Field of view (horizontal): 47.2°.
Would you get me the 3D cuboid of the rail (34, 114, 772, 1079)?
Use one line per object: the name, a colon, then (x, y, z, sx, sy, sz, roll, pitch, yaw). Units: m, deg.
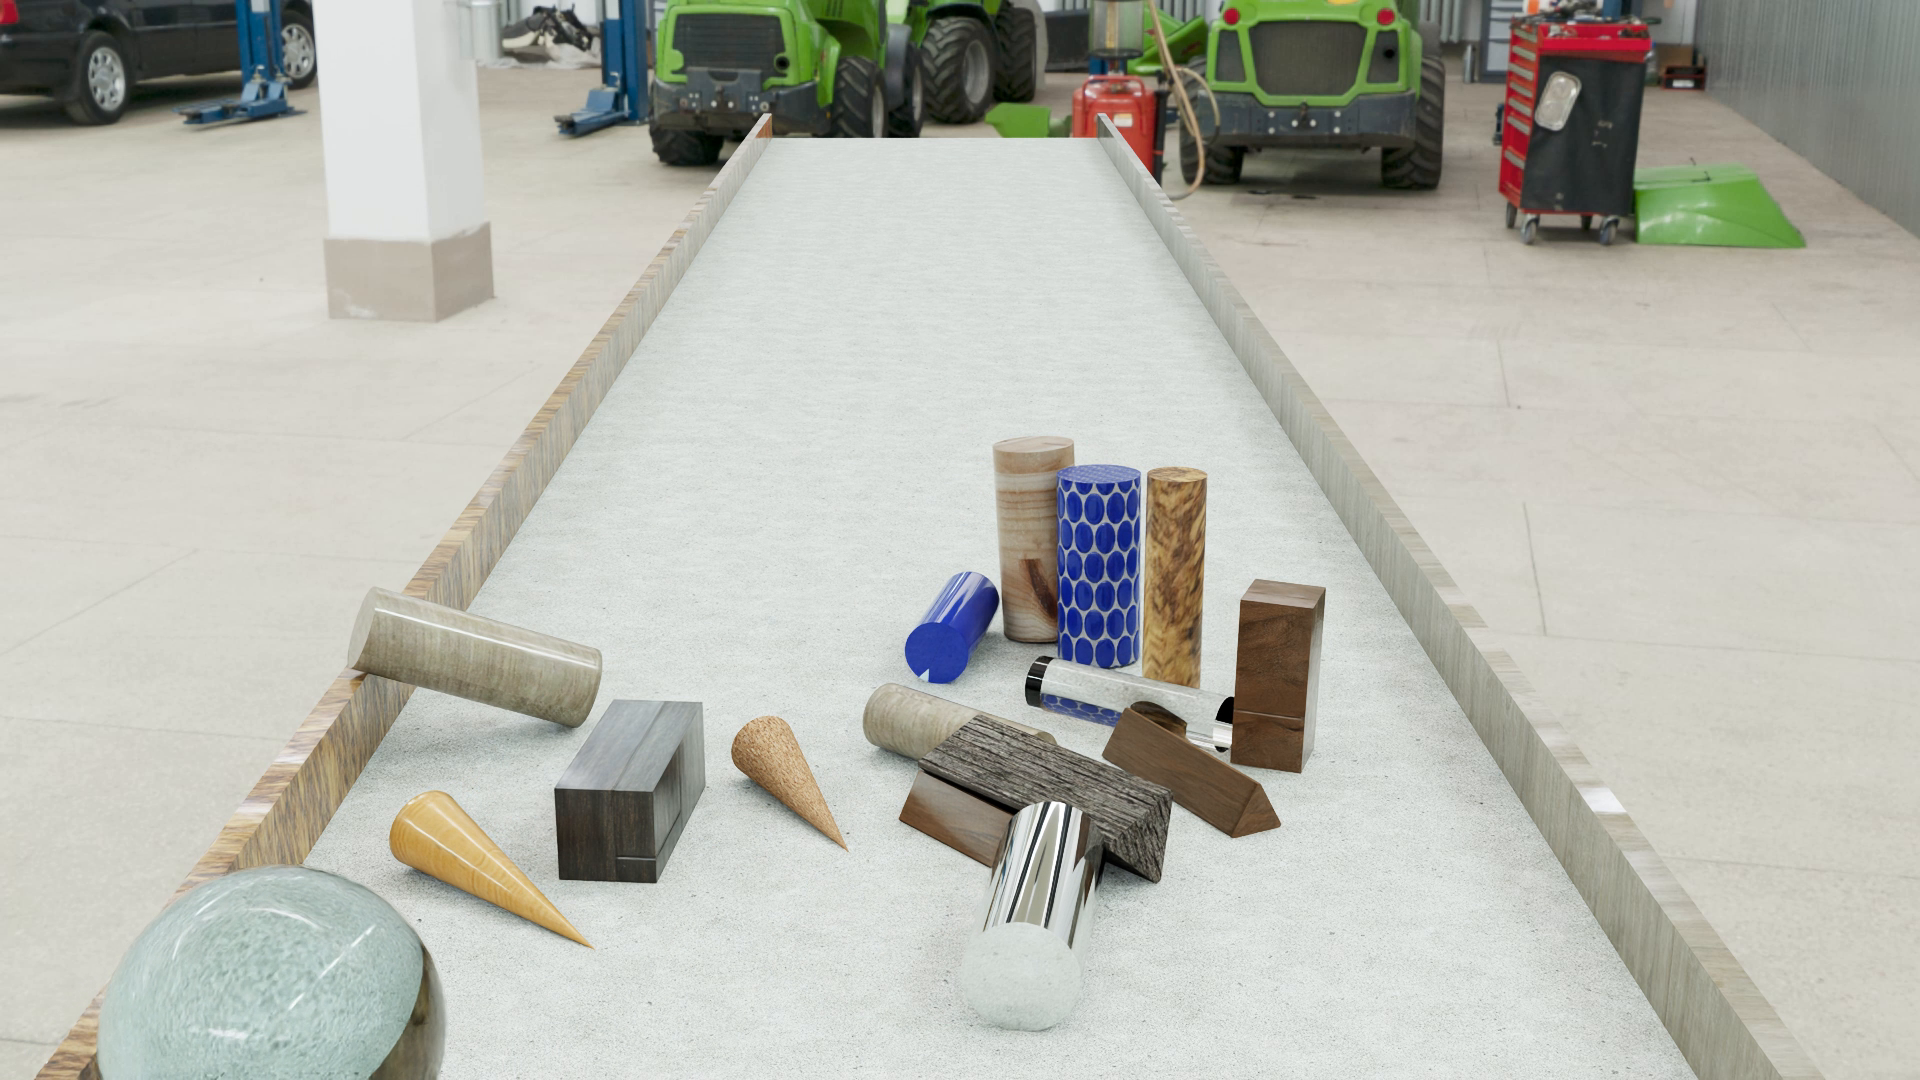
rail: (-1.118, -0.838, 7.780, 0.050, 0.150, 12.000, 0, 17, -1)

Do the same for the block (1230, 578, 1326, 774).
block: (0.562, 0.239, 3.883, 0.127, 0.305, 0.127, 7, 18, 18)

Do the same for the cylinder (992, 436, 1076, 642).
cylinder: (0.161, -0.004, 4.523, 0.167, 0.396, 0.167, -4, 14, 1)

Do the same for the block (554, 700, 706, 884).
block: (-0.533, 0.404, 3.597, 0.155, 0.155, 0.389, 1, 17, 5)

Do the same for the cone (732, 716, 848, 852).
cone: (-0.260, 0.430, 3.678, 0.116, 0.116, 0.365, -8, 28, -26)

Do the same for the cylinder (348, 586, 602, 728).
cylinder: (-0.873, 0.214, 3.972, 0.424, 0.151, 0.151, 18, 8, -25)

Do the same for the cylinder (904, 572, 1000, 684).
cylinder: (-0.012, 0.172, 4.425, 0.127, 0.127, 0.335, 3, 17, 11)

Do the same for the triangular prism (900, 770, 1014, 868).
triangular prism: (0.052, 0.462, 3.529, 0.091, 0.079, 0.379, -13, 21, -37)

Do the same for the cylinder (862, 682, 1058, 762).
cylinder: (-0.002, 0.349, 3.847, 0.357, 0.118, 0.118, 14, 22, 40)

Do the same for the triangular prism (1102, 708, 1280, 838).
triangular prism: (0.392, 0.388, 3.764, 0.098, 0.085, 0.397, -9, 19, -28)

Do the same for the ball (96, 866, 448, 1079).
ball: (-0.804, 0.581, 2.583, 0.393, 0.393, 0.393, 0, 17, 0)

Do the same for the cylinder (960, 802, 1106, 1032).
cylinder: (0.111, 0.531, 3.154, 0.163, 0.163, 0.407, 2, 17, 8)

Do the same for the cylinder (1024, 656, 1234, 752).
cylinder: (0.313, 0.299, 4.039, 0.393, 0.103, 0.103, 11, 20, 32)

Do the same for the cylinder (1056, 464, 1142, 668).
cylinder: (0.277, 0.050, 4.389, 0.167, 0.375, 0.167, -1, 15, 0)

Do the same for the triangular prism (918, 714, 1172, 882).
triangular prism: (0.151, 0.397, 3.547, 0.440, 0.130, 0.150, 17, -16, 45)

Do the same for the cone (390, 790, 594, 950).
cone: (-0.689, 0.527, 3.343, 0.436, 0.128, 0.128, 25, 28, 37)

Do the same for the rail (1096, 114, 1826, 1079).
rail: (0.932, -0.844, 7.801, 0.050, 0.150, 12.000, 0, 17, -1)

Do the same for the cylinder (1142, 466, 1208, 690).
cylinder: (0.400, 0.095, 4.115, 0.111, 0.451, 0.111, 0, 17, 0)
